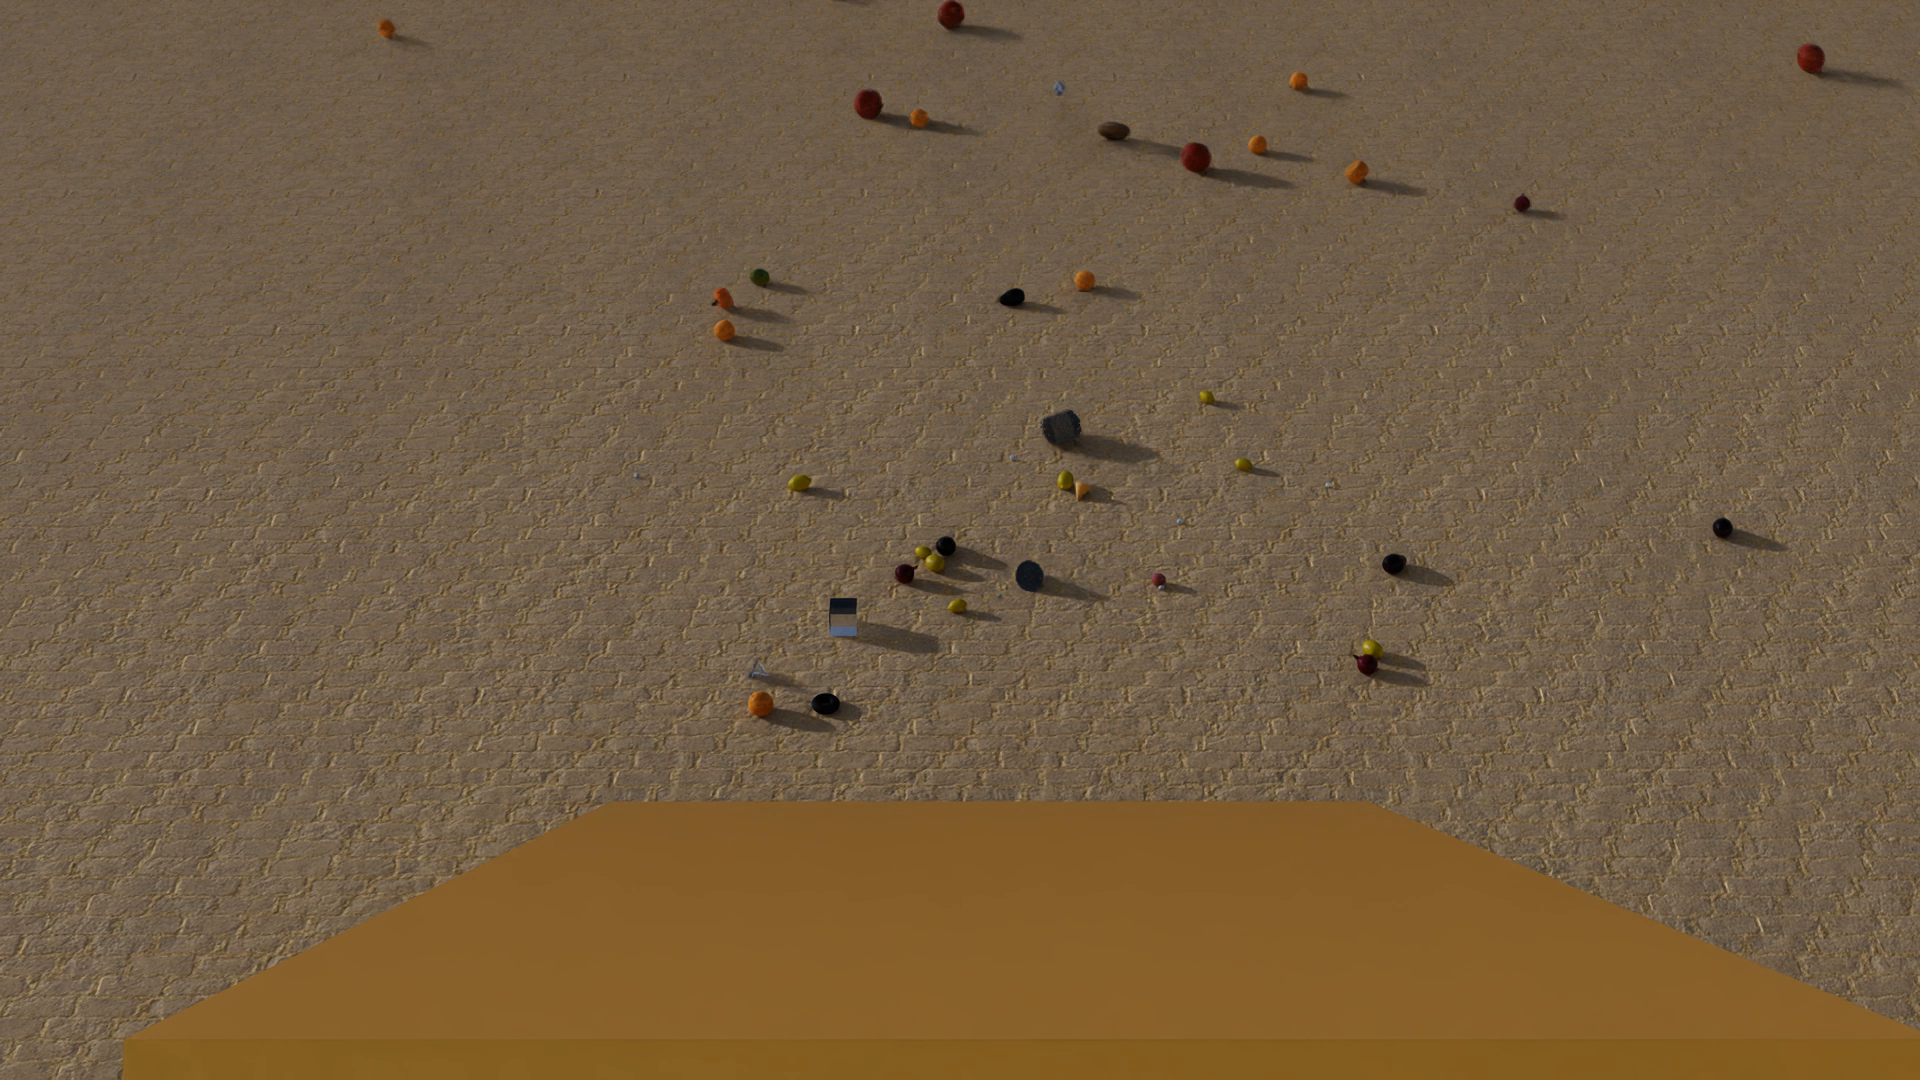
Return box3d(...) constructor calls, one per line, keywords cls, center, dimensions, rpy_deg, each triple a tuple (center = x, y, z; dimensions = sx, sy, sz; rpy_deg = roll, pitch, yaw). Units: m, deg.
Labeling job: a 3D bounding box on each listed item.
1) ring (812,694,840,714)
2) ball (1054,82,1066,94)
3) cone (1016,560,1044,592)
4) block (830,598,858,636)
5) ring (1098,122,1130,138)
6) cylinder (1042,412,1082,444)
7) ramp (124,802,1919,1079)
box3d(cls="ring", center=(-0.377, 0.460, 7.296), dimensions=(0.080, 0.027, 0.080), rpy_deg=(1, 35, -1))
box3d(cls="ball", center=(0.401, -1.817, 10.459), dimensions=(0.052, 0.052, 0.052), rpy_deg=(0, 36, 0))
box3d(cls="cone", center=(0.228, 0.103, 7.781), dimensions=(0.092, 0.092, 0.092), rpy_deg=(20, 13, 25))
box3d(cls="block", center=(-0.340, 0.224, 7.580), dimensions=(0.078, 0.078, 0.078), rpy_deg=(0, 36, 0))
box3d(cls="ring", center=(0.598, -1.594, 10.111), dimensions=(0.125, 0.042, 0.125), rpy_deg=(5, -5, 0))
box3d(cls="cylinder", center=(0.328, -0.363, 8.391), dimensions=(0.090, 0.090, 0.090), rpy_deg=(-13, 37, -31))
box3d(cls="ramp", center=(0.078, 0.670, 4.859), dimensions=(2.000, 0.100, 4.000), rpy_deg=(0, -2, 0))
